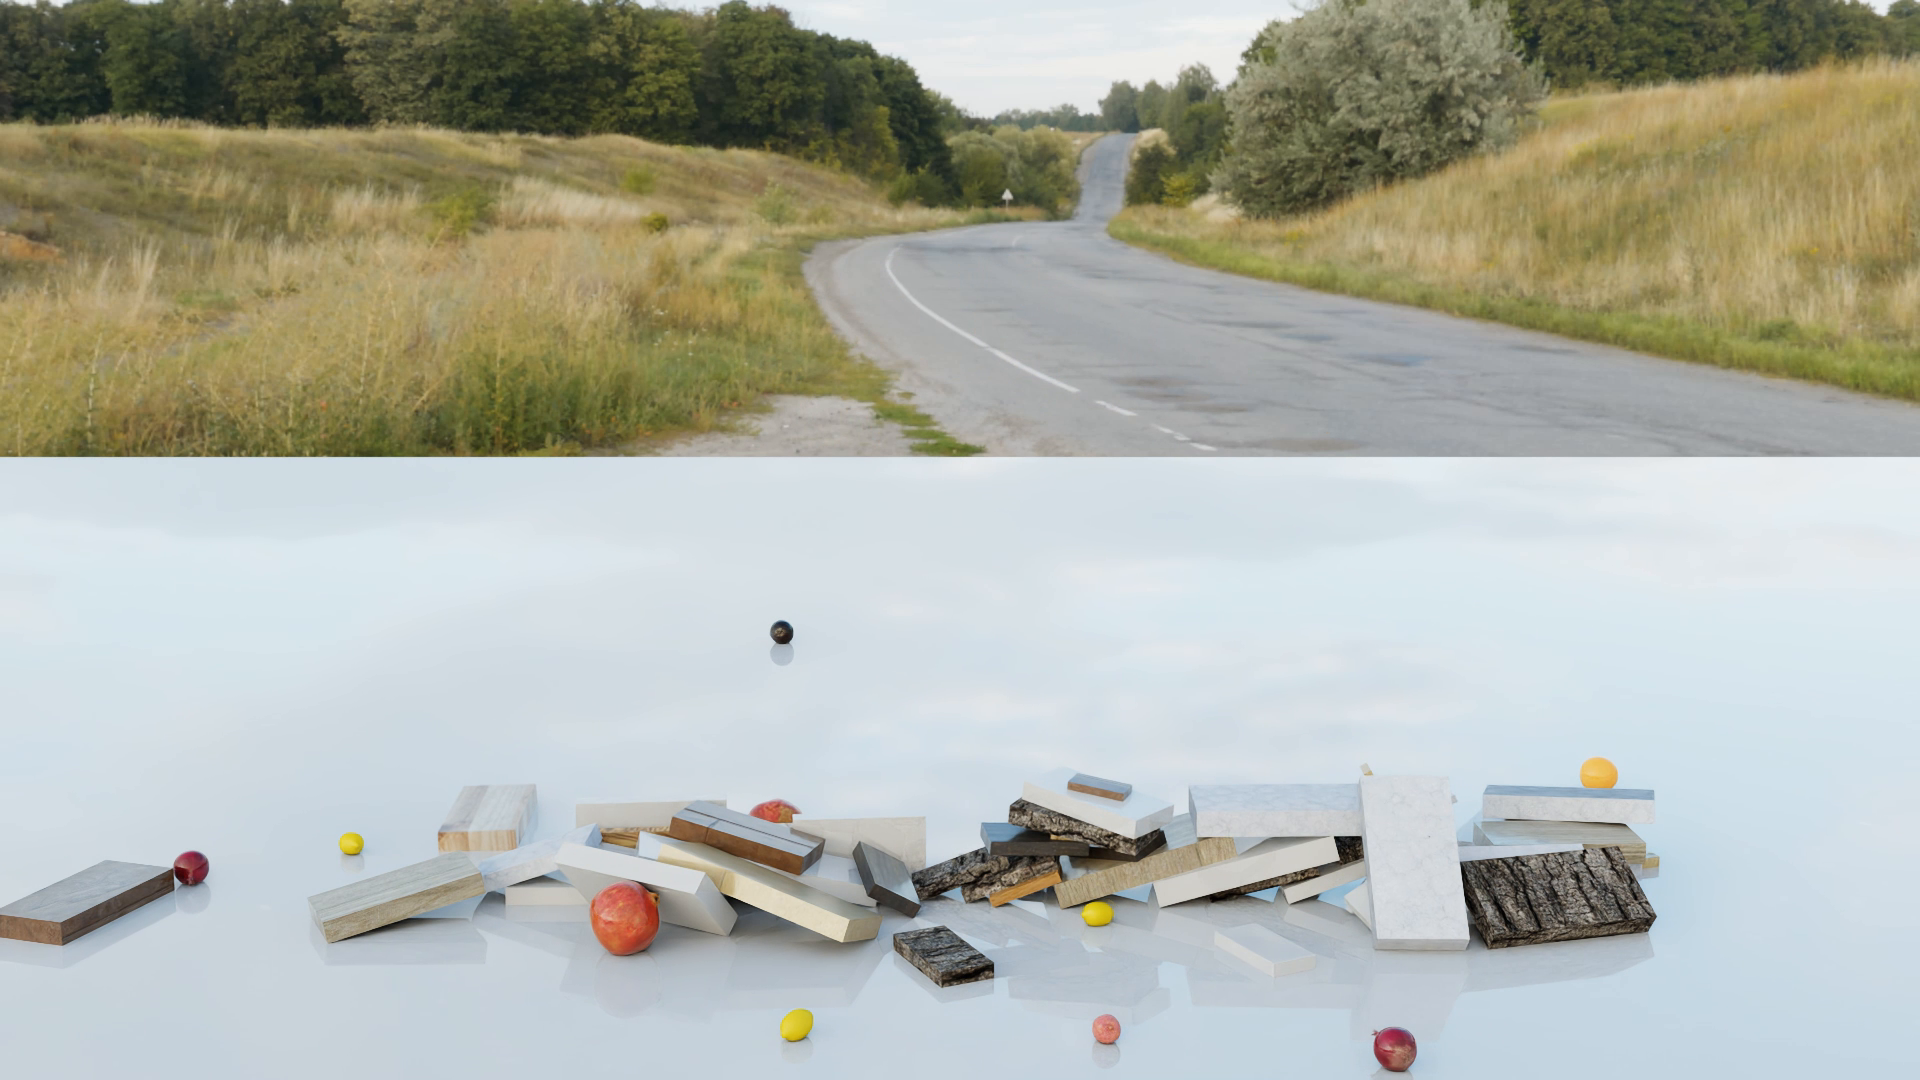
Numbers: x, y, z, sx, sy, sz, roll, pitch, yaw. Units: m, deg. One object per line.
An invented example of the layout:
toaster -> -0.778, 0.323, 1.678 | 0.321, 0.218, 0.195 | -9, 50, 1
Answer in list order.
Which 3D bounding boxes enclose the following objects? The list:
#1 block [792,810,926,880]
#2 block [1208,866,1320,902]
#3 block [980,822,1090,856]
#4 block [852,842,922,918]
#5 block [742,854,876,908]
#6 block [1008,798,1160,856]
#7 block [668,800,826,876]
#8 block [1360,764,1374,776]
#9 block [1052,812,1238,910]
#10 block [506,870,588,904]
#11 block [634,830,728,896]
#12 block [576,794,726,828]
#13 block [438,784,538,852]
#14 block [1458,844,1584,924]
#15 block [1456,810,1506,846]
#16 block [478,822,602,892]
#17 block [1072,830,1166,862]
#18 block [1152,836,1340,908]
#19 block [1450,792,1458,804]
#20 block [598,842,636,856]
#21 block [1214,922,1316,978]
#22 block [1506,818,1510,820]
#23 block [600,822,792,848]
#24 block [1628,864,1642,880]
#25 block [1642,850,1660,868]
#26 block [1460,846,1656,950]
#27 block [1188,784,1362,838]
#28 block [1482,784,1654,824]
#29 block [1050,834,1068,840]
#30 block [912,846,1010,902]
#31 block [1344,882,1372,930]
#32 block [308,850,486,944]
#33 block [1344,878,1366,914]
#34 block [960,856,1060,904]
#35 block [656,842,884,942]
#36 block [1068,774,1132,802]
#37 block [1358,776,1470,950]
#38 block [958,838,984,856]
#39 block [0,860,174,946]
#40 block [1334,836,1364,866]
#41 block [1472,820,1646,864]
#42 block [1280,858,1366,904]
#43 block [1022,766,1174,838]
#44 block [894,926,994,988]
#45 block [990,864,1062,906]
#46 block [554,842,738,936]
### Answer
block -> -0.171, 0.521, 3.733 | 0.224, 0.112, 0.032 | -1, 11, -5
block -> 0.500, 0.554, 3.660 | 0.183, 0.026, 0.091 | -15, 10, 5
block -> 0.123, 0.493, 3.626 | 0.166, 0.023, 0.083 | 2, 14, -12
block -> -0.122, 0.558, 3.621 | 0.088, 0.025, 0.175 | 28, 8, -17
block -> -0.253, 0.551, 3.645 | 0.233, 0.033, 0.117 | 12, 10, -7
block -> 0.205, 0.459, 3.606 | 0.224, 0.032, 0.112 | 11, 15, 23
block -> -0.352, 0.493, 3.649 | 0.233, 0.033, 0.117 | 15, 11, 12
block -> 0.698, 0.422, 3.673 | 0.014, 0.095, 0.048 | -28, 9, 6
block -> 0.298, 0.527, 3.668 | 0.302, 0.043, 0.151 | -16, 11, -2
block -> -0.644, 0.576, 3.665 | 0.207, 0.029, 0.103 | 0, 11, -1
block -> -0.421, 0.543, 3.642 | 0.233, 0.033, 0.117 | 15, 10, -10
block -> -0.528, 0.505, 3.774 | 0.256, 0.128, 0.036 | -1, 11, -6
block -> -0.860, 0.506, 4.015 | 0.136, 0.039, 0.272 | -2, 11, -3
block -> 0.903, 0.555, 3.553 | 0.255, 0.036, 0.127 | 0, 43, -12
block -> 0.947, 0.516, 3.935 | 0.076, 0.021, 0.184 | 3, 17, 36
block -> -0.705, 0.531, 3.659 | 0.207, 0.029, 0.103 | -19, 10, 5
block -> 0.259, 0.505, 3.661 | 0.078, 0.022, 0.157 | -26, 15, -41
block -> 0.468, 0.527, 3.657 | 0.302, 0.043, 0.151 | -15, 10, 4
block -> 0.774, 0.442, 3.656 | 0.095, 0.014, 0.048 | -21, 9, -7
block -> -0.510, 0.553, 3.661 | 0.207, 0.029, 0.104 | 13, 10, -3
block -> 0.469, 0.631, 3.388 | 0.078, 0.022, 0.157 | -6, 12, -28
block -> 1.056, 0.503, 3.928 | 0.151, 0.021, 0.076 | 20, 28, 15
block -> -0.406, 0.531, 3.745 | 0.461, 0.088, 0.025 | -1, 11, -5
block -> 0.914, 0.553, 3.664 | 0.433, 0.036, 0.127 | -4, 11, -18
block -> 1.135, 0.554, 3.811 | 0.133, 0.019, 0.067 | -3, 11, -18
block -> 0.944, 0.566, 3.492 | 0.283, 0.040, 0.142 | -3, 44, -15
block -> 0.536, 0.446, 3.638 | 0.302, 0.043, 0.151 | -1, 10, 1
block -> 1.058, 0.458, 3.822 | 0.283, 0.040, 0.142 | 0, 1, 17
block -> 0.209, 0.478, 3.631 | 0.121, 0.017, 0.061 | 4, 14, -2
block -> 0.001, 0.551, 3.660 | 0.166, 0.023, 0.083 | -21, 10, 3
block -> 0.702, 0.557, 3.516 | 0.157, 0.022, 0.078 | -32, 40, -9
block -> -0.909, 0.573, 3.547 | 0.256, 0.036, 0.128 | -16, 16, -24
block -> 0.660, 0.561, 3.573 | 0.014, 0.095, 0.048 | 36, 12, 11
block -> 0.084, 0.548, 3.646 | 0.166, 0.023, 0.083 | -22, 11, 9
block -> -0.302, 0.554, 3.476 | 0.346, 0.036, 0.128 | 18, 0, 23
block -> 0.229, 0.405, 3.605 | 0.096, 0.014, 0.048 | 10, 15, 20
block -> 0.715, 0.509, 3.482 | 0.142, 0.040, 0.286 | 0, 55, 1
block -> 0.036, 0.546, 3.869 | 0.048, 0.014, 0.096 | 3, 11, 18
block -> -1.423, 0.587, 3.577 | 0.136, 0.039, 0.272 | 3, 11, 18
block -> 0.708, 0.486, 3.661 | 0.183, 0.026, 0.091 | -20, 9, 3
block -> 1.008, 0.509, 3.704 | 0.255, 0.036, 0.127 | 0, 11, -2
block -> 0.620, 0.548, 3.653 | 0.183, 0.026, 0.091 | -20, 9, 1
block -> 0.225, 0.429, 3.604 | 0.224, 0.032, 0.112 | 16, 18, 36
block -> -0.026, 0.635, 3.359 | 0.088, 0.025, 0.175 | -5, 12, -25
block -> 0.109, 0.565, 3.622 | 0.121, 0.017, 0.061 | -22, 11, 8
block -> -0.499, 0.554, 3.495 | 0.272, 0.136, 0.039 | 7, 55, 27
